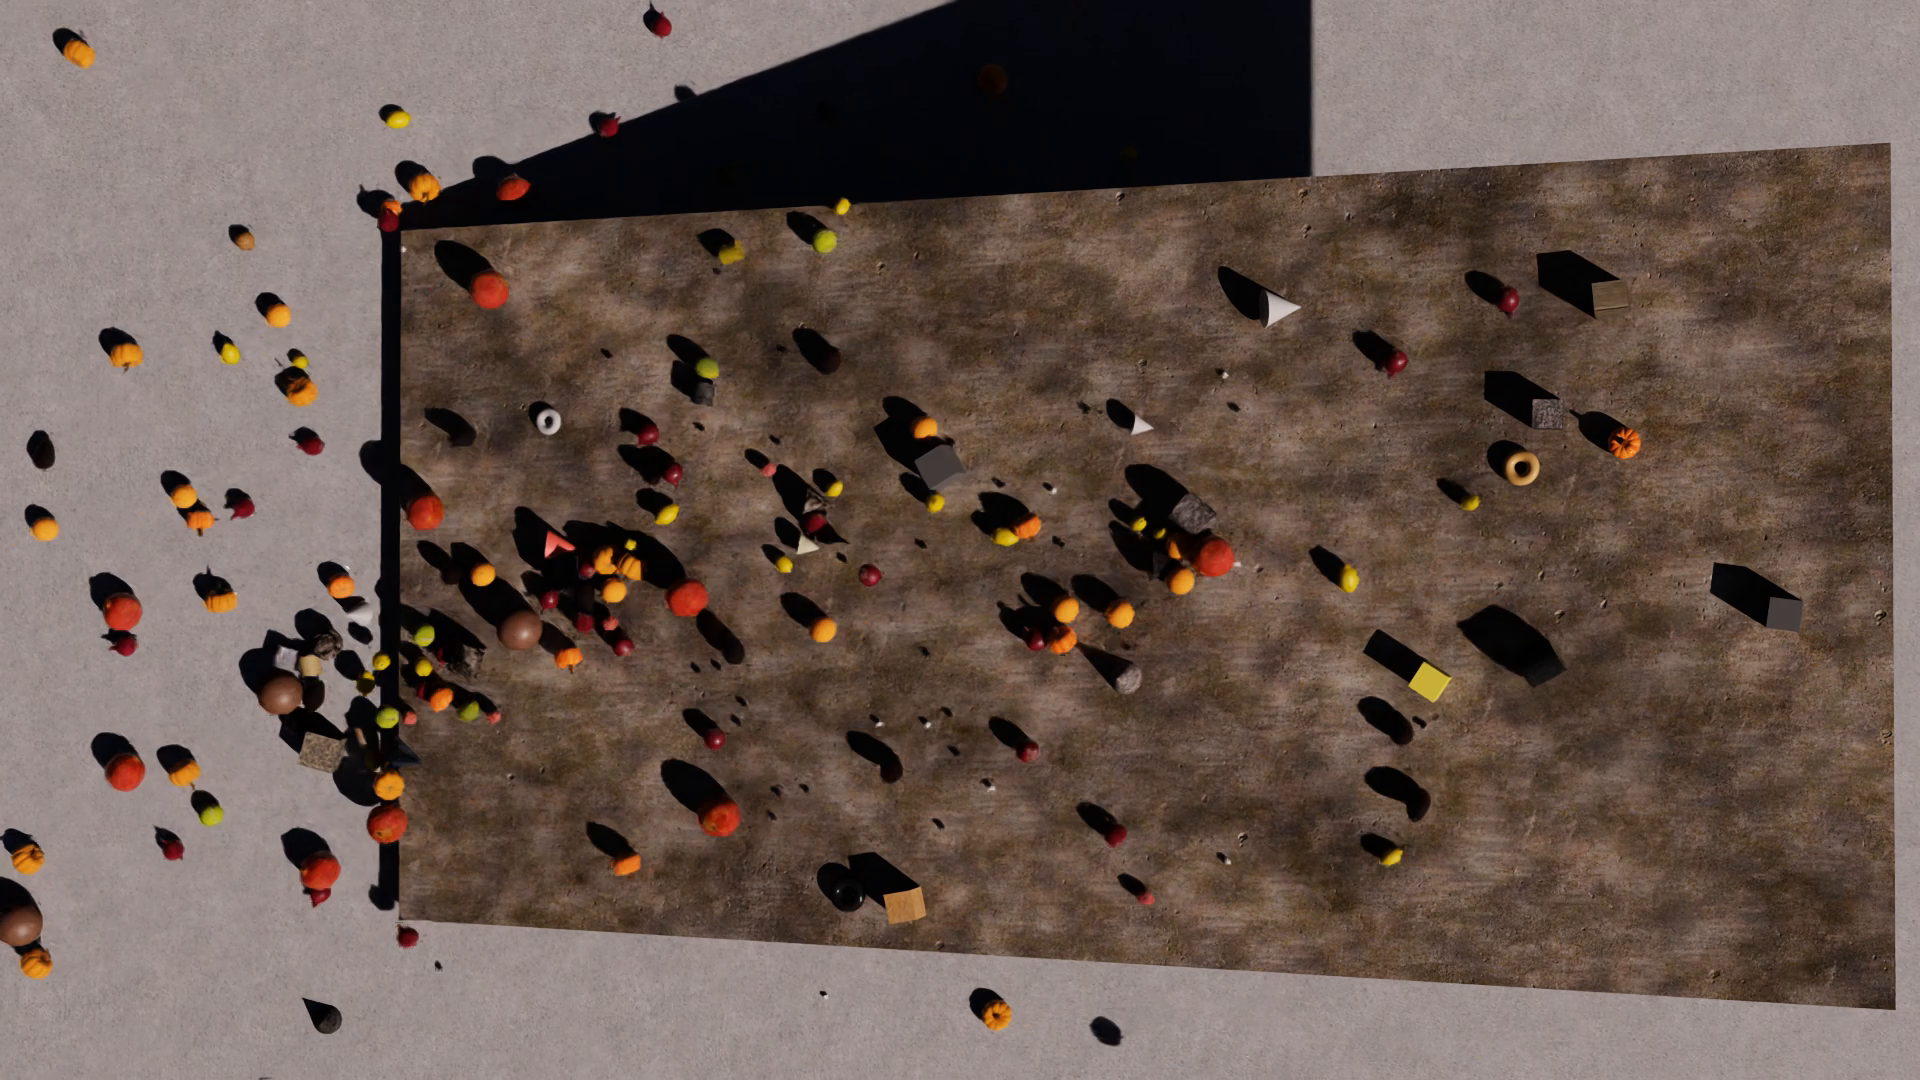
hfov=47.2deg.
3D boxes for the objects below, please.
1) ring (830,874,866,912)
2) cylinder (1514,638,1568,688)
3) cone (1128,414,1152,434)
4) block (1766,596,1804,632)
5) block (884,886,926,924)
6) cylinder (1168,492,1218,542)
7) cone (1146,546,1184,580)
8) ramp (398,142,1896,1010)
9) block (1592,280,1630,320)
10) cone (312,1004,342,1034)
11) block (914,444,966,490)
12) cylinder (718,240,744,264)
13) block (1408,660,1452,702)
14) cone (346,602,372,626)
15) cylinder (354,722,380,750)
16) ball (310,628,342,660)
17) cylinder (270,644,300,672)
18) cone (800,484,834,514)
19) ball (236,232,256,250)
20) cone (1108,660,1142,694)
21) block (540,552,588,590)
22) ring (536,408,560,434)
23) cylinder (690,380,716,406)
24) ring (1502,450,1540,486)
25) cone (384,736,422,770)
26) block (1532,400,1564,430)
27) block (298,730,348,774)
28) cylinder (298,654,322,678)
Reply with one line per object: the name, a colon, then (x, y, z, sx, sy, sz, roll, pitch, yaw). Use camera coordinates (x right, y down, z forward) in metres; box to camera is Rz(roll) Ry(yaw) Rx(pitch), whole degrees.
ring: (-0.302, 0.947, 5.894, 0.103, 0.034, 0.103, 0, 90, 18)
cylinder: (1.394, 0.295, 5.281, 0.092, 0.092, 0.092, -32, 89, 16)
cone: (0.470, -0.292, 5.645, 0.059, 0.059, 0.059, 11, 89, -8)
block: (1.916, 0.172, 5.112, 0.072, 0.072, 0.072, 8, 92, 19)
block: (-0.145, 0.966, 5.816, 0.078, 0.078, 0.078, -13, 85, 19)
cylinder: (0.592, -0.059, 5.566, 0.089, 0.089, 0.089, 42, 89, 15)
cone: (0.528, 0.056, 5.613, 0.090, 0.090, 0.090, -4, 89, -8)
ramp: (0.279, 0.091, 5.774, 4.000, 0.100, 2.000, 0, 89, 19)
block: (1.553, -0.574, 5.245, 0.078, 0.078, 0.078, -6, 87, 19)
cone: (-1.859, 1.408, 6.417, 0.087, 0.087, 0.087, 0, 89, 0)
block: (-0.051, -0.191, 5.794, 0.086, 0.086, 0.086, -31, 80, 16)
cylinder: (-0.626, -0.787, 6.020, 0.053, 0.053, 0.053, -17, 89, 18)
block: (1.150, 0.345, 5.377, 0.071, 0.071, 0.071, 34, 100, 17)
cone: (-1.772, 0.218, 6.427, 0.074, 0.074, 0.074, 1, 92, 26)
cylinder: (-1.738, 0.574, 6.442, 0.060, 0.060, 0.060, -25, 78, 0)
ball: (-1.849, 0.303, 6.416, 0.092, 0.092, 0.092, 0, 89, 0)
cylinder: (-1.977, 0.345, 6.442, 0.067, 0.067, 0.067, 18, 89, 0)
cone: (-0.379, -0.099, 5.933, 0.084, 0.084, 0.084, 15, 89, -10)
ball: (-2.101, -0.880, 6.464, 0.056, 0.056, 0.056, 0, 89, 0)
cone: (0.411, 0.353, 5.625, 0.088, 0.088, 0.088, 0, 89, 19)
block: (-1.110, 0.088, 6.161, 0.082, 0.082, 0.082, -22, 82, 18)
ring: (-1.164, -0.336, 6.216, 0.077, 0.026, 0.077, 0, 90, 19)
cylinder: (-0.705, -0.403, 6.037, 0.060, 0.060, 0.060, 11, 95, 0)
ring: (1.360, -0.176, 5.333, 0.089, 0.030, 0.089, 0, 90, 21)
cone: (-1.597, 0.628, 6.344, 0.098, 0.098, 0.098, 18, 89, -8)
block: (1.416, -0.302, 5.293, 0.069, 0.069, 0.069, 2, 90, 19)
block: (-1.861, 0.616, 6.422, 0.099, 0.099, 0.099, 15, 89, 0)
cylinder: (-1.904, 0.368, 6.444, 0.063, 0.063, 0.063, -10, 88, 0)
